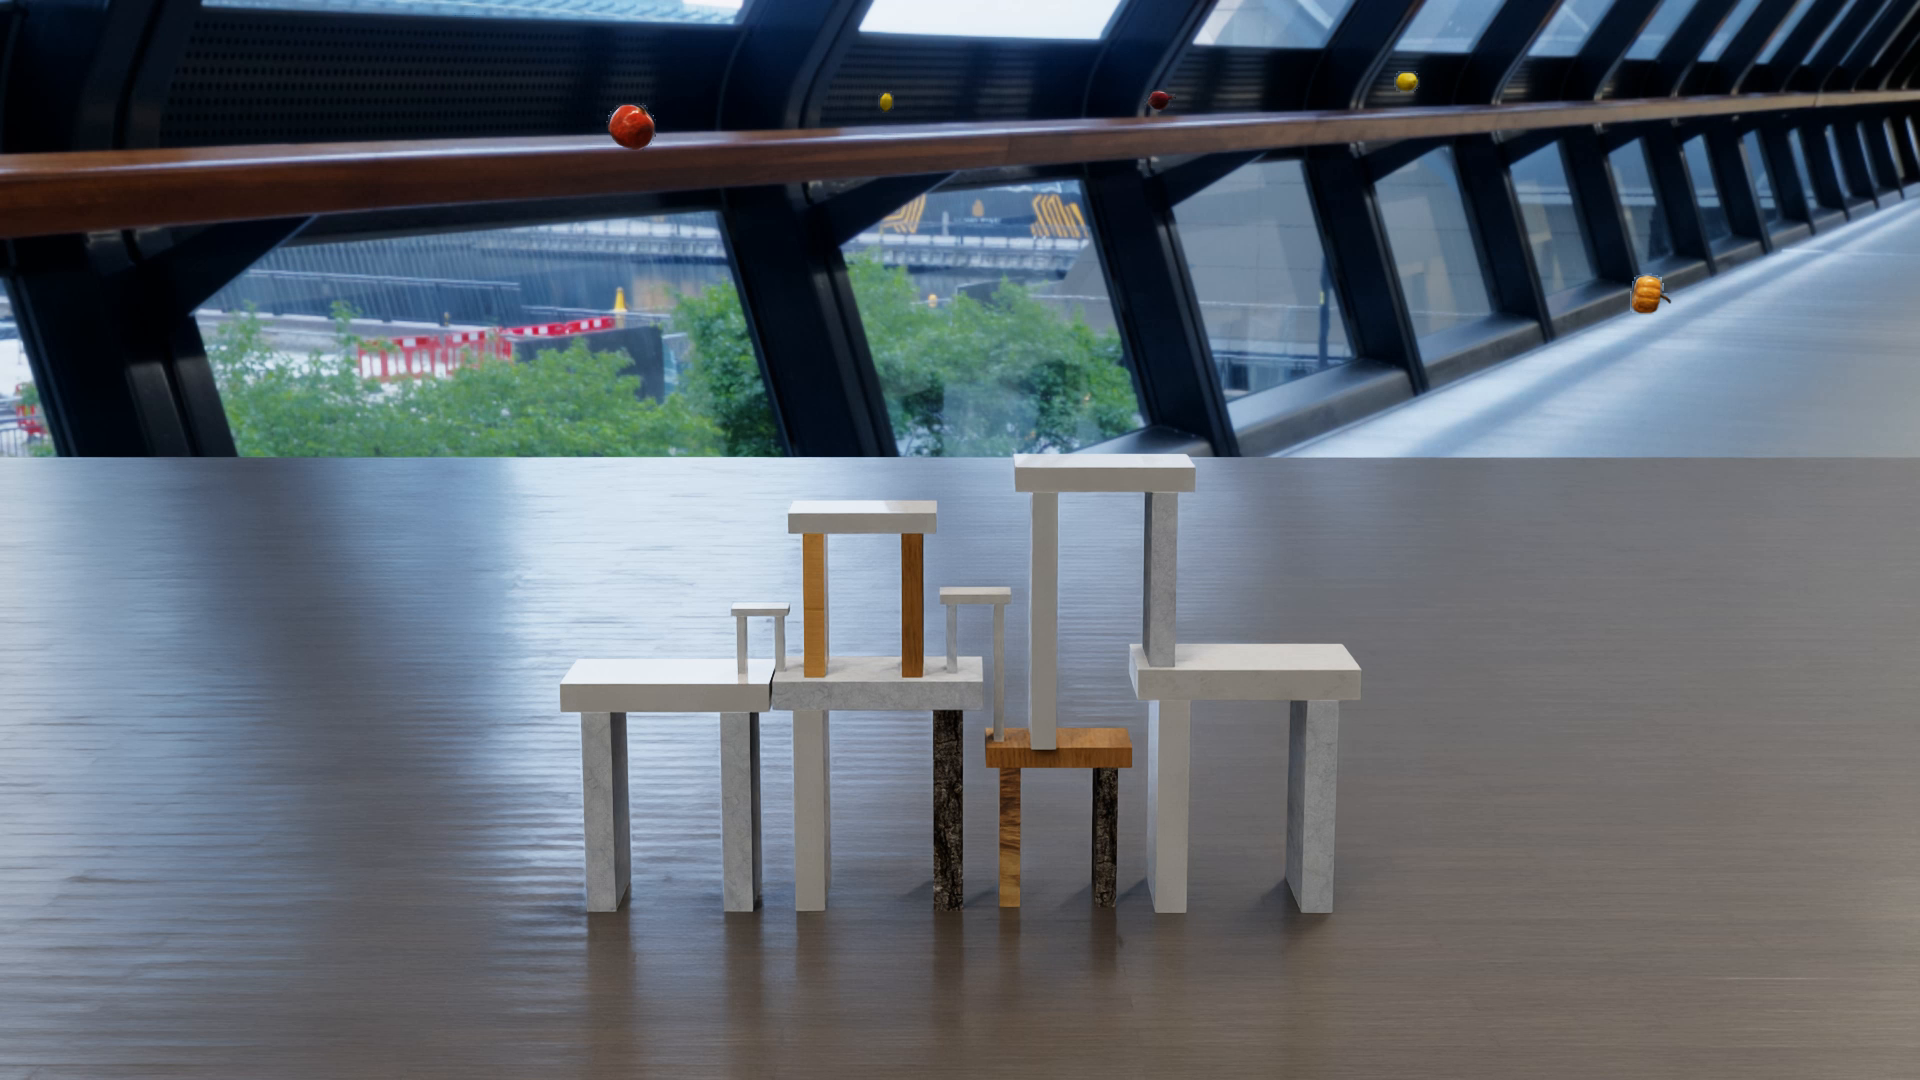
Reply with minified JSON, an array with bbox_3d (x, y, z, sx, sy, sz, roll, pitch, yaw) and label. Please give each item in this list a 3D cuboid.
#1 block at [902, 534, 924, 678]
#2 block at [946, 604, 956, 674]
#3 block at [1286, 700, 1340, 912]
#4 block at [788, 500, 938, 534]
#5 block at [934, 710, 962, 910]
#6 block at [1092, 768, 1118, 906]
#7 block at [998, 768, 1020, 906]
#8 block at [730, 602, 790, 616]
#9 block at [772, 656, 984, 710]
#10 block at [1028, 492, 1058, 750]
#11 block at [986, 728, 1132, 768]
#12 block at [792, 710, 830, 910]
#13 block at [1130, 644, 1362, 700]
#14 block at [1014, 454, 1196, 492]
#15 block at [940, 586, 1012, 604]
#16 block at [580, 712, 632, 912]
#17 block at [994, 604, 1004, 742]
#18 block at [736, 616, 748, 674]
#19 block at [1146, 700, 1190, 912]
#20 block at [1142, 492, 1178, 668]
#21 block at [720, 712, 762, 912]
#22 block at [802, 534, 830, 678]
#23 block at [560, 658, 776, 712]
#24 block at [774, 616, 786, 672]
[{"bbox_3d":[-0.077,0.095,3.579,0.033,0.236,0.118,0,11,0],"label":"block"},{"bbox_3d":[-0.013,0.155,3.586,0.016,0.115,0.058,0,11,0],"label":"block"},{"bbox_3d":[0.581,0.415,3.634,0.050,0.356,0.178,0,11,0],"label":"block"},{"bbox_3d":[-0.156,-0.037,3.554,0.236,0.033,0.118,0,11,0],"label":"block"},{"bbox_3d":[-0.019,0.424,3.641,0.048,0.338,0.169,0,11,0],"label":"block"},{"bbox_3d":[0.239,0.474,3.643,0.034,0.237,0.118,0,11,0],"label":"block"},{"bbox_3d":[0.082,0.474,3.643,0.034,0.237,0.118,0,11,0],"label":"block"},{"bbox_3d":[-0.325,0.113,3.584,0.093,0.013,0.046,0,11,0],"label":"block"},{"bbox_3d":[-0.132,0.234,3.605,0.338,0.048,0.169,0,11,0],"label":"block"},{"bbox_3d":[0.135,0.118,3.578,0.040,0.420,0.142,0,11,0],"label":"block"},{"bbox_3d":[0.160,0.342,3.619,0.237,0.034,0.118,0,11,0],"label":"block"},{"bbox_3d":[-0.244,0.424,3.641,0.048,0.338,0.169,0,11,0],"label":"block"},{"bbox_3d":[0.462,0.215,3.597,0.356,0.050,0.178,0,11,0],"label":"block"},{"bbox_3d":[0.229,-0.108,3.536,0.283,0.040,0.142,0,11,0],"label":"block"},{"bbox_3d":[0.025,0.090,3.574,0.115,0.016,0.058,0,11,0],"label":"block"},{"bbox_3d":[-0.584,0.426,3.638,0.047,0.335,0.167,0,11,0],"label":"block"},{"bbox_3d":[0.063,0.211,3.597,0.016,0.230,0.058,0,11,0],"label":"block"},{"bbox_3d":[-0.356,0.167,3.594,0.013,0.096,0.046,0,11,0],"label":"block"},{"bbox_3d":[0.343,0.415,3.634,0.050,0.356,0.178,0,11,0],"label":"block"},{"bbox_3d":[0.324,0.051,3.565,0.040,0.284,0.142,0,11,0],"label":"block"},{"bbox_3d":[-0.361,0.426,3.638,0.047,0.335,0.167,0,11,0],"label":"block"},{"bbox_3d":[-0.234,0.095,3.579,0.033,0.236,0.118,0,11,0],"label":"block"},{"bbox_3d":[-0.473,0.238,3.603,0.335,0.047,0.167,0,11,0],"label":"block"},{"bbox_3d":[-0.294,0.165,3.593,0.013,0.093,0.046,0,11,0],"label":"block"}]
